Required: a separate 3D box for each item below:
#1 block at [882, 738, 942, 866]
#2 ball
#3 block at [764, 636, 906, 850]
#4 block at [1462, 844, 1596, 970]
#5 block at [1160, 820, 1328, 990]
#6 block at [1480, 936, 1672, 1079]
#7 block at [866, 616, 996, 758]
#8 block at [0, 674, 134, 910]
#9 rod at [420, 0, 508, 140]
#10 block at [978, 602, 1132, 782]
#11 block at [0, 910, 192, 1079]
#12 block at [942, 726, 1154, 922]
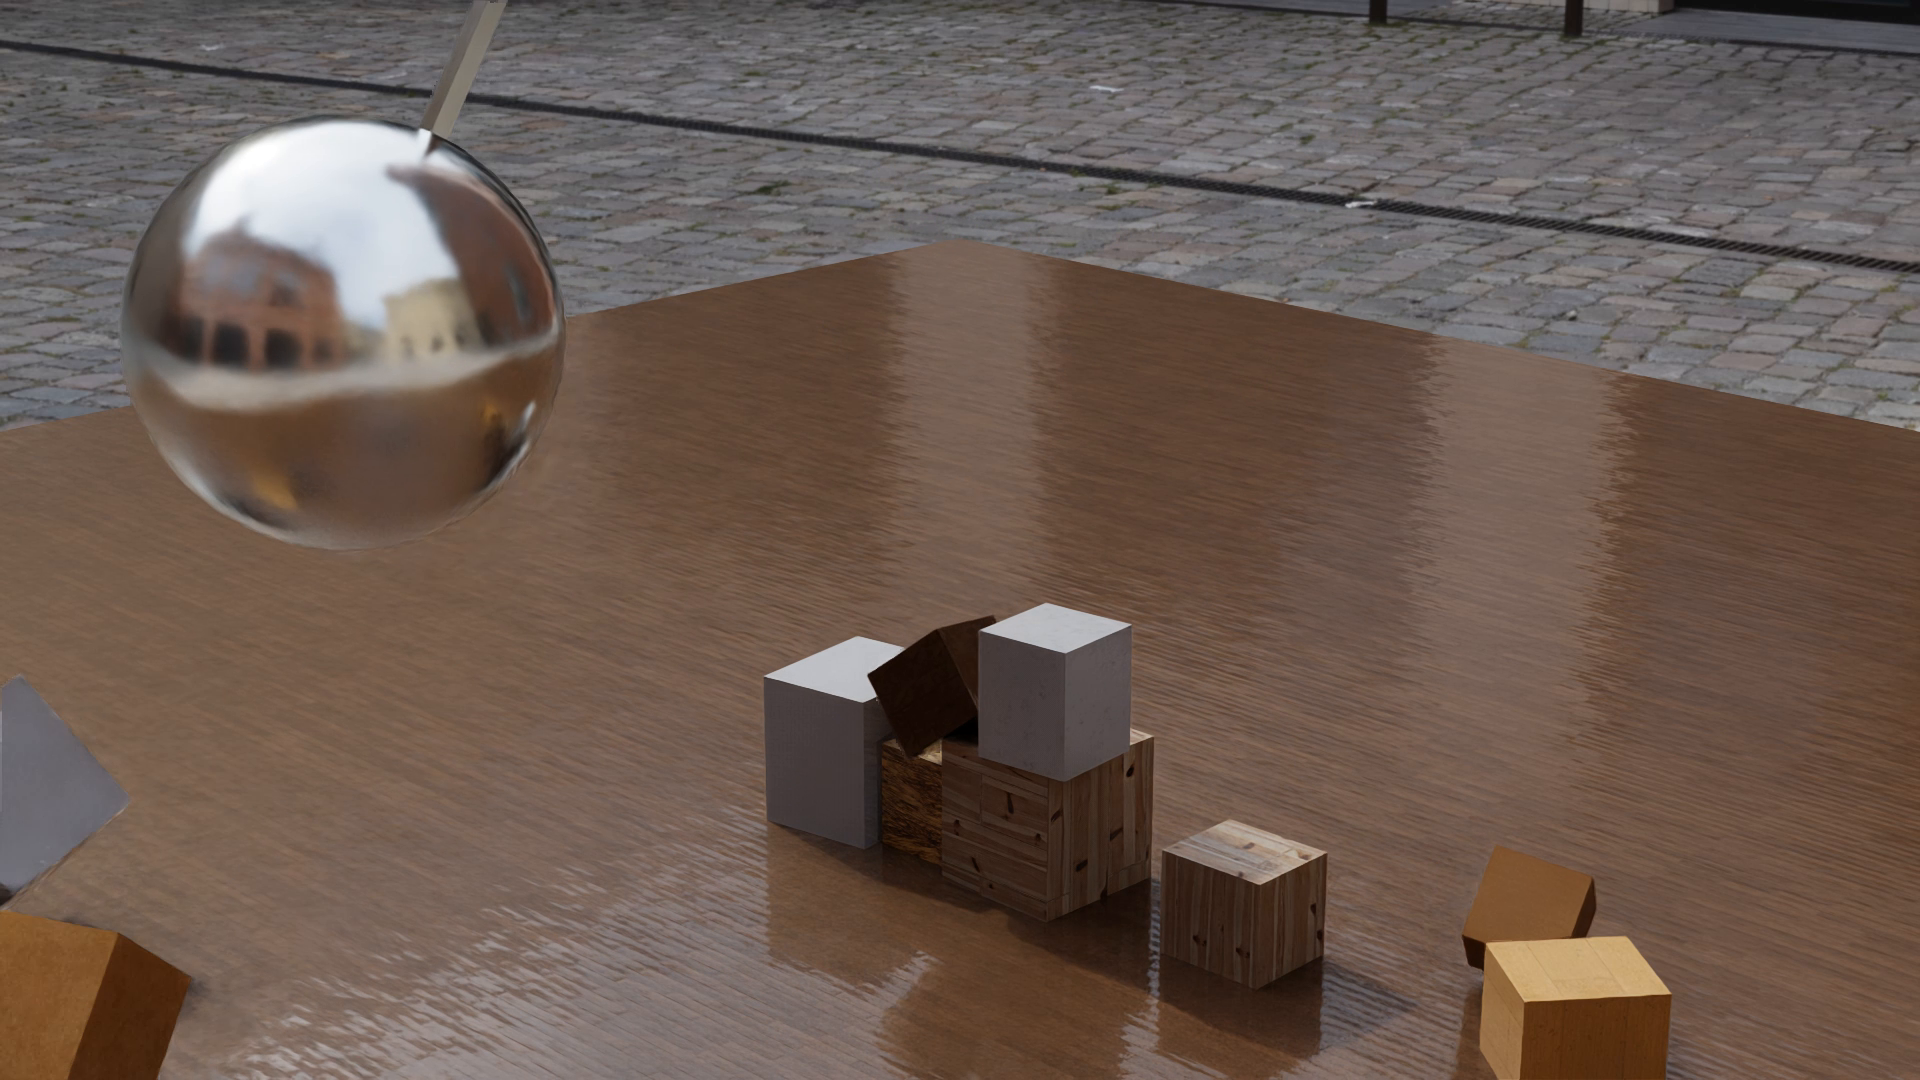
[{"bbox_3d":[-0.015,1.184,13.741,0.499,0.501,0.490,-17,24,-42],"label":"block"},{"bbox_3d":[-2.249,-0.755,10.747,1.600,1.600,1.600,0,17,0],"label":"ball"},{"bbox_3d":[-0.475,0.960,14.066,0.599,0.733,0.714,12,21,35],"label":"block"},{"bbox_3d":[2.370,1.587,12.198,0.416,0.414,0.433,18,-19,21],"label":"block"},{"bbox_3d":[1.216,1.557,12.595,0.531,0.478,0.465,16,23,41],"label":"block"},{"bbox_3d":[2.413,1.896,11.541,0.581,0.463,0.525,-2,18,-6],"label":"block"},{"bbox_3d":[-0.040,0.669,13.396,0.468,0.430,0.448,-34,-13,33],"label":"block"},{"bbox_3d":[-4.211,1.196,12.578,0.706,0.728,0.794,-37,6,35],"label":"block"},{"bbox_3d":[-0.974,-3.888,11.098,0.080,5.200,0.080,17,-8,42],"label":"rod"},{"bbox_3d":[0.419,0.666,12.938,0.476,0.592,0.484,14,22,37],"label":"block"},{"bbox_3d":[-3.264,1.787,10.635,0.540,0.681,0.579,8,-22,17],"label":"block"},{"bbox_3d":[0.396,1.218,13.318,0.697,0.690,0.657,-17,24,-42],"label":"block"}]
